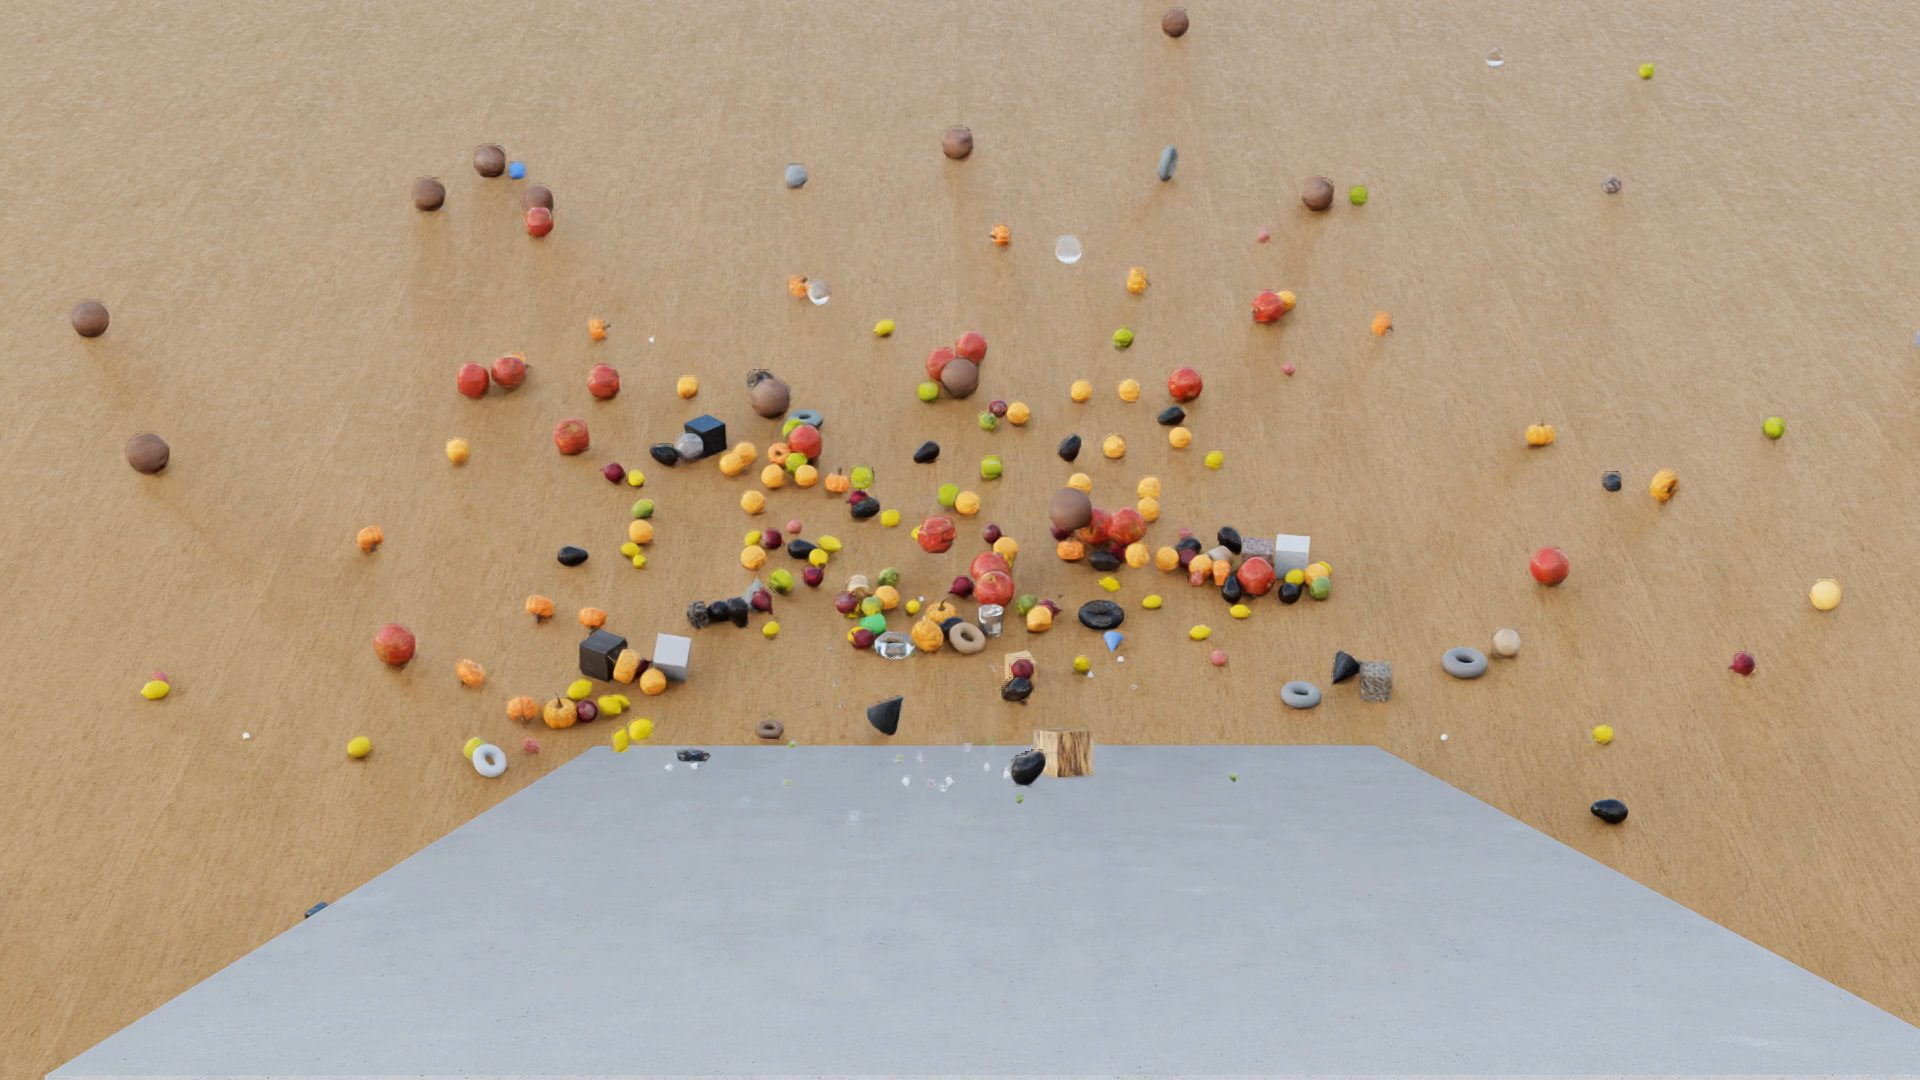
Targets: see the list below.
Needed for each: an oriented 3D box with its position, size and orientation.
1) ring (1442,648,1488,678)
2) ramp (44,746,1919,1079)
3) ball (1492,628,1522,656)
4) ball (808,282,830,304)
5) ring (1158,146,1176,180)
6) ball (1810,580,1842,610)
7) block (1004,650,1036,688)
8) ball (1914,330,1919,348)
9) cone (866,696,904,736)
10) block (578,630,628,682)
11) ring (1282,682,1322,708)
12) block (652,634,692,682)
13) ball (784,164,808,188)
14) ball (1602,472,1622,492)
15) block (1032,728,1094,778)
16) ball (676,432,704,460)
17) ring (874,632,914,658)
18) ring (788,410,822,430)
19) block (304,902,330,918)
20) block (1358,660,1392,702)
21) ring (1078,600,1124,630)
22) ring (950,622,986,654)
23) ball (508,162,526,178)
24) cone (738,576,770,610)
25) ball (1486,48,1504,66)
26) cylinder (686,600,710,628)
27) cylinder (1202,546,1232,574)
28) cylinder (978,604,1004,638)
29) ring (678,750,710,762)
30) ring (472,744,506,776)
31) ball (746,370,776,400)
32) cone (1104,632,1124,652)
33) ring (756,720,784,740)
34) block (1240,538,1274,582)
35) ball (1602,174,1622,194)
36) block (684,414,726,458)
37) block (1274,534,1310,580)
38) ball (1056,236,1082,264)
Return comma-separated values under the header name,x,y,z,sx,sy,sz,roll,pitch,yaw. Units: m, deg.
name,x,y,z,sx,sy,sz,roll,pitch,yaw
ring,1.388,0.338,7.112,0.126,0.042,0.126,1,29,-1
ramp,0.066,0.586,4.636,2.000,0.100,4.000,0,0,0
ball,1.516,0.284,7.171,0.078,0.078,0.078,0,29,0
ball,-0.503,-0.884,9.255,0.081,0.081,0.081,0,29,0
ring,0.825,-1.498,10.295,0.046,0.139,0.139,14,32,16
ball,2.473,0.159,7.386,0.086,0.086,0.086,0,29,0
block,0.165,0.353,7.058,0.068,0.068,0.068,-10,31,-18
ball,3.332,-0.692,8.911,0.081,0.081,0.081,0,29,0
cone,-0.178,0.444,6.813,0.098,0.098,0.098,32,25,-17
block,-0.978,0.318,7.093,0.093,0.093,0.093,16,33,26
ring,0.920,0.418,6.974,0.109,0.036,0.109,1,28,-1
block,-0.785,0.321,7.046,0.090,0.090,0.090,8,58,-2
ball,-0.650,-1.440,10.240,0.091,0.091,0.091,0,29,0
ball,2.023,-0.178,8.015,0.060,0.060,0.060,0,29,0
block,0.234,0.481,5.858,0.100,0.100,0.100,0,0,-31
ball,-0.854,-0.294,8.175,0.088,0.088,0.088,0,29,0
ring,-0.181,0.292,7.198,0.112,0.037,0.112,1,30,-1
ring,-0.503,-0.391,8.418,0.115,0.038,0.115,1,28,0
block,-1.501,0.898,6.095,0.056,0.056,0.056,19,34,30
block,1.123,0.382,6.995,0.079,0.079,0.079,2,29,3
ring,0.401,0.213,7.334,0.131,0.044,0.131,1,28,0
ring,0.020,0.275,7.206,0.106,0.035,0.106,13,42,-12
ball,-1.769,-1.475,10.328,0.065,0.065,0.065,0,29,0
cone,-0.585,0.142,7.402,0.087,0.087,0.087,7,26,-4
ball,2.382,-2.149,11.515,0.083,0.083,0.083,0,29,0
cylinder,-0.740,0.211,7.321,0.057,0.057,0.057,-8,30,-13
cylinder,0.755,0.058,7.588,0.065,0.065,0.065,-22,36,-34
cylinder,0.087,0.227,7.280,0.070,0.070,0.070,0,29,0
ring,-0.638,0.517,6.197,0.079,0.026,0.079,1,-1,0
ring,-1.213,0.569,6.672,0.094,0.031,0.094,22,45,-24
ball,-0.659,-0.512,8.575,0.096,0.096,0.096,0,29,0
cone,0.425,0.293,7.210,0.054,0.054,0.054,4,56,7
ring,-0.502,0.501,6.837,0.075,0.025,0.075,-1,28,0
block,0.869,0.057,7.563,0.091,0.091,0.091,4,29,7
ball,2.566,-1.399,10.181,0.077,0.077,0.077,0,29,0
block,-0.813,-0.331,8.254,0.093,0.093,0.093,26,38,38
block,0.972,0.051,7.569,0.095,0.095,0.095,5,30,8
ball,0.403,-1.075,9.577,0.100,0.100,0.100,0,29,0
